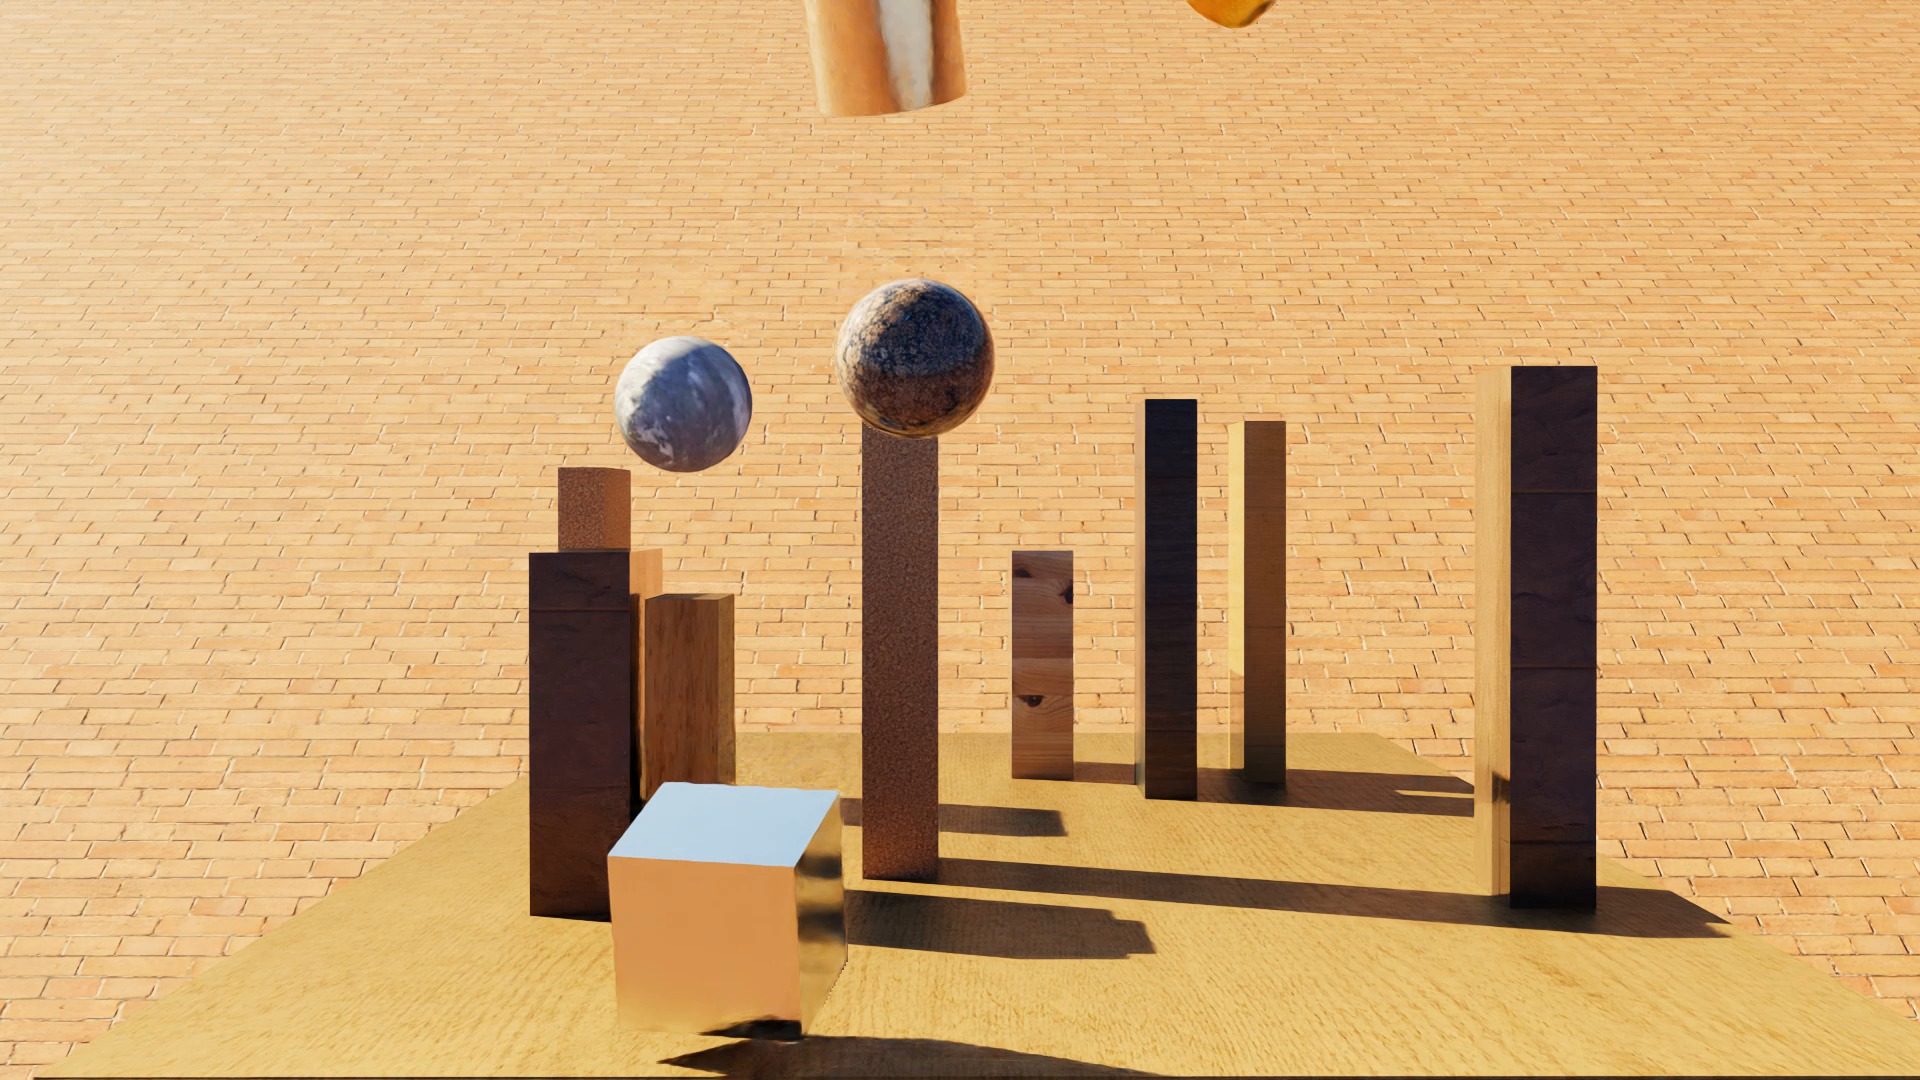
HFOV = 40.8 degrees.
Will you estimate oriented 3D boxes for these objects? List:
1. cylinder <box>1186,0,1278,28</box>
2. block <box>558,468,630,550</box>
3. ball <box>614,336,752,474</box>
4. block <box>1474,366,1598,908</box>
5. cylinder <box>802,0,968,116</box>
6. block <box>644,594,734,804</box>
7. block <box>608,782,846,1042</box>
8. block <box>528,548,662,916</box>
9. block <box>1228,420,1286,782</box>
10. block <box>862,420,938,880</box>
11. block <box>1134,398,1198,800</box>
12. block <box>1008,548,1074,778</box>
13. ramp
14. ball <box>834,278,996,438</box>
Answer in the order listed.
[{"bbox_3d":[0.249,-0.516,2.212,0.111,0.111,0.111,17,56,-27],"label":"cylinder"},{"bbox_3d":[-0.726,0.184,5.157,0.090,0.653,0.395,0,1,0],"label":"block"},{"bbox_3d":[-0.294,-0.144,2.742,0.146,0.146,0.146,0,28,0],"label":"ball"},{"bbox_3d":[0.849,0.138,3.821,0.124,0.777,0.254,0,1,0],"label":"block"},{"bbox_3d":[-0.071,-0.475,2.375,0.141,0.141,0.141,-6,20,2],"label":"cylinder"},{"bbox_3d":[-0.391,0.305,3.761,0.103,0.446,0.265,0,1,0],"label":"block"},{"bbox_3d":[-0.243,0.390,2.739,0.197,0.197,0.197,2,18,11],"label":"block"},{"bbox_3d":[-0.535,0.271,3.837,0.142,0.512,0.408,0,1,0],"label":"block"},{"bbox_3d":[0.637,0.127,5.554,0.088,0.756,0.308,0,1,0],"label":"block"},{"bbox_3d":[-0.093,0.124,4.118,0.116,0.799,0.255,0,1,0],"label":"block"},{"bbox_3d":[0.416,0.115,5.239,0.103,0.789,0.297,0,1,0],"label":"block"},{"bbox_3d":[0.175,0.262,5.673,0.131,0.484,0.387,0,1,0],"label":"block"},{"bbox_3d":[0.063,0.567,4.607,2.000,0.100,4.000,0,1,0],"label":"ramp"},{"bbox_3d":[-0.042,-0.171,2.430,0.152,0.152,0.152,0,28,0],"label":"ball"}]
